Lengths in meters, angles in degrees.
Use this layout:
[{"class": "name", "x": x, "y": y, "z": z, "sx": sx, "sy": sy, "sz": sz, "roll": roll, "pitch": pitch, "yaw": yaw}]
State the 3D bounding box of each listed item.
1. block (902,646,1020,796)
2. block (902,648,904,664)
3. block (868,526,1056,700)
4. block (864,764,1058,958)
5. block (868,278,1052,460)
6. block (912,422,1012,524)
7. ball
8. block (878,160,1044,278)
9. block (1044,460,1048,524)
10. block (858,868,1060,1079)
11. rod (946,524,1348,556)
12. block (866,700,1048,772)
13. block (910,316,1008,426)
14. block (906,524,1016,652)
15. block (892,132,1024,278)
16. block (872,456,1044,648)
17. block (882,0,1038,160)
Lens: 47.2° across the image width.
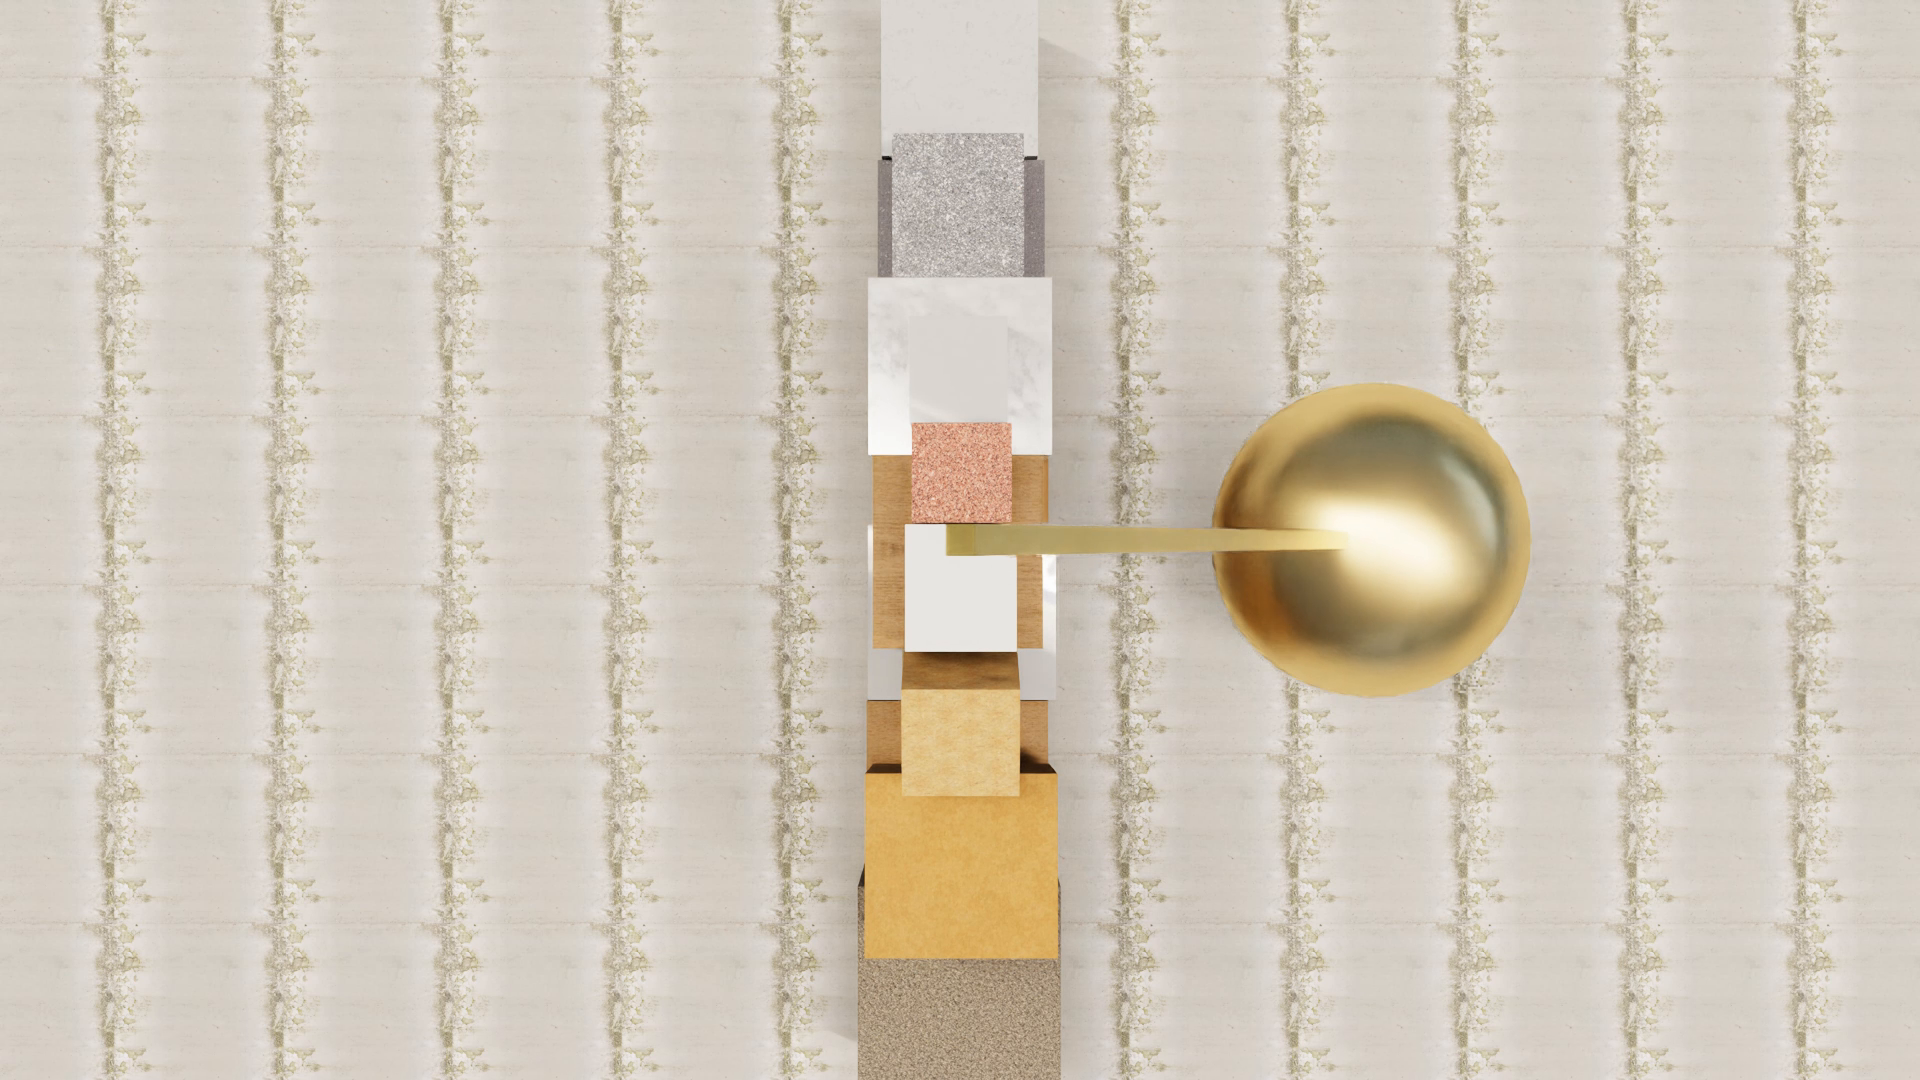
[{"class": "block", "x": 0.003, "y": 0.892, "z": 10.944, "sx": 0.572, "sy": 0.656, "sz": 0.550, "roll": 0, "pitch": 106, "yaw": 0}, {"class": "block", "x": 0.000, "y": 0.874, "z": 11.797, "sx": 0.606, "sy": 0.549, "sz": 0.642, "roll": 0, "pitch": 90, "yaw": 0}, {"class": "block", "x": 0.011, "y": 0.399, "z": 12.536, "sx": 1.031, "sy": 0.928, "sz": 0.956, "roll": 0, "pitch": 90, "yaw": 0}, {"class": "block", "x": 0.007, "y": 1.650, "z": 11.465, "sx": 0.961, "sy": 1.016, "sz": 0.915, "roll": 0, "pitch": 87, "yaw": 0}, {"class": "block", "x": 0.001, "y": -0.894, "z": 11.711, "sx": 0.944, "sy": 0.792, "sz": 0.911, "roll": 0, "pitch": 90, "yaw": 0}, {"class": "block", "x": 0.008, "y": -0.326, "z": 10.933, "sx": 0.486, "sy": 0.511, "sz": 0.486, "roll": 0, "pitch": 90, "yaw": 0}, {"class": "ball", "x": 2.074, "y": 0.000, "z": 11.149, "sx": 1.600, "sy": 1.600, "sz": 1.600, "roll": 0, "pitch": 90, "yaw": 0}, {"class": "block", "x": 0.007, "y": -1.628, "z": 12.606, "sx": 0.927, "sy": 0.788, "sz": 0.964, "roll": 0, "pitch": 90, "yaw": 0}, {"class": "block", "x": 0.010, "y": -0.613, "z": 12.554, "sx": 0.953, "sy": 0.892, "sz": 1.047, "roll": 0, "pitch": 90, "yaw": 0}, {"class": "block", "x": -0.004, "y": 2.439, "z": 12.481, "sx": 1.105, "sy": 1.038, "sz": 1.105, "roll": 0, "pitch": 90, "yaw": 0}, {"class": "rod", "x": 0.899, "y": 0.000, "z": 7.959, "sx": 0.080, "sy": 5.200, "sz": 0.080, "roll": 0, "pitch": 90, "yaw": 20}, {"class": "block", "x": -0.014, "y": 1.382, "z": 12.557, "sx": 1.000, "sy": 0.886, "sz": 0.989, "roll": 0, "pitch": 90, "yaw": 0}, {"class": "block", "x": -0.008, "y": -0.839, "z": 11.064, "sx": 0.484, "sy": 0.502, "sz": 0.524, "roll": 0, "pitch": 90, "yaw": 0}, {"class": "block", "x": 0.005, "y": 0.231, "z": 10.897, "sx": 0.538, "sy": 0.582, "sz": 0.613, "roll": 0, "pitch": 90, "yaw": 0}, {"class": "block", "x": -0.010, "y": -1.744, "z": 11.804, "sx": 0.688, "sy": 0.668, "sz": 0.771, "roll": 0, "pitch": 91, "yaw": 0}, {"class": "block", "x": -0.011, "y": 0.061, "z": 11.630, "sx": 0.866, "sy": 0.884, "sz": 0.985, "roll": 0, "pitch": 90, "yaw": 0}, {"class": "block", "x": -0.002, "y": -2.556, "z": 12.564, "sx": 0.864, "sy": 0.872, "sz": 0.871, "roll": 0, "pitch": 90, "yaw": 0}]
